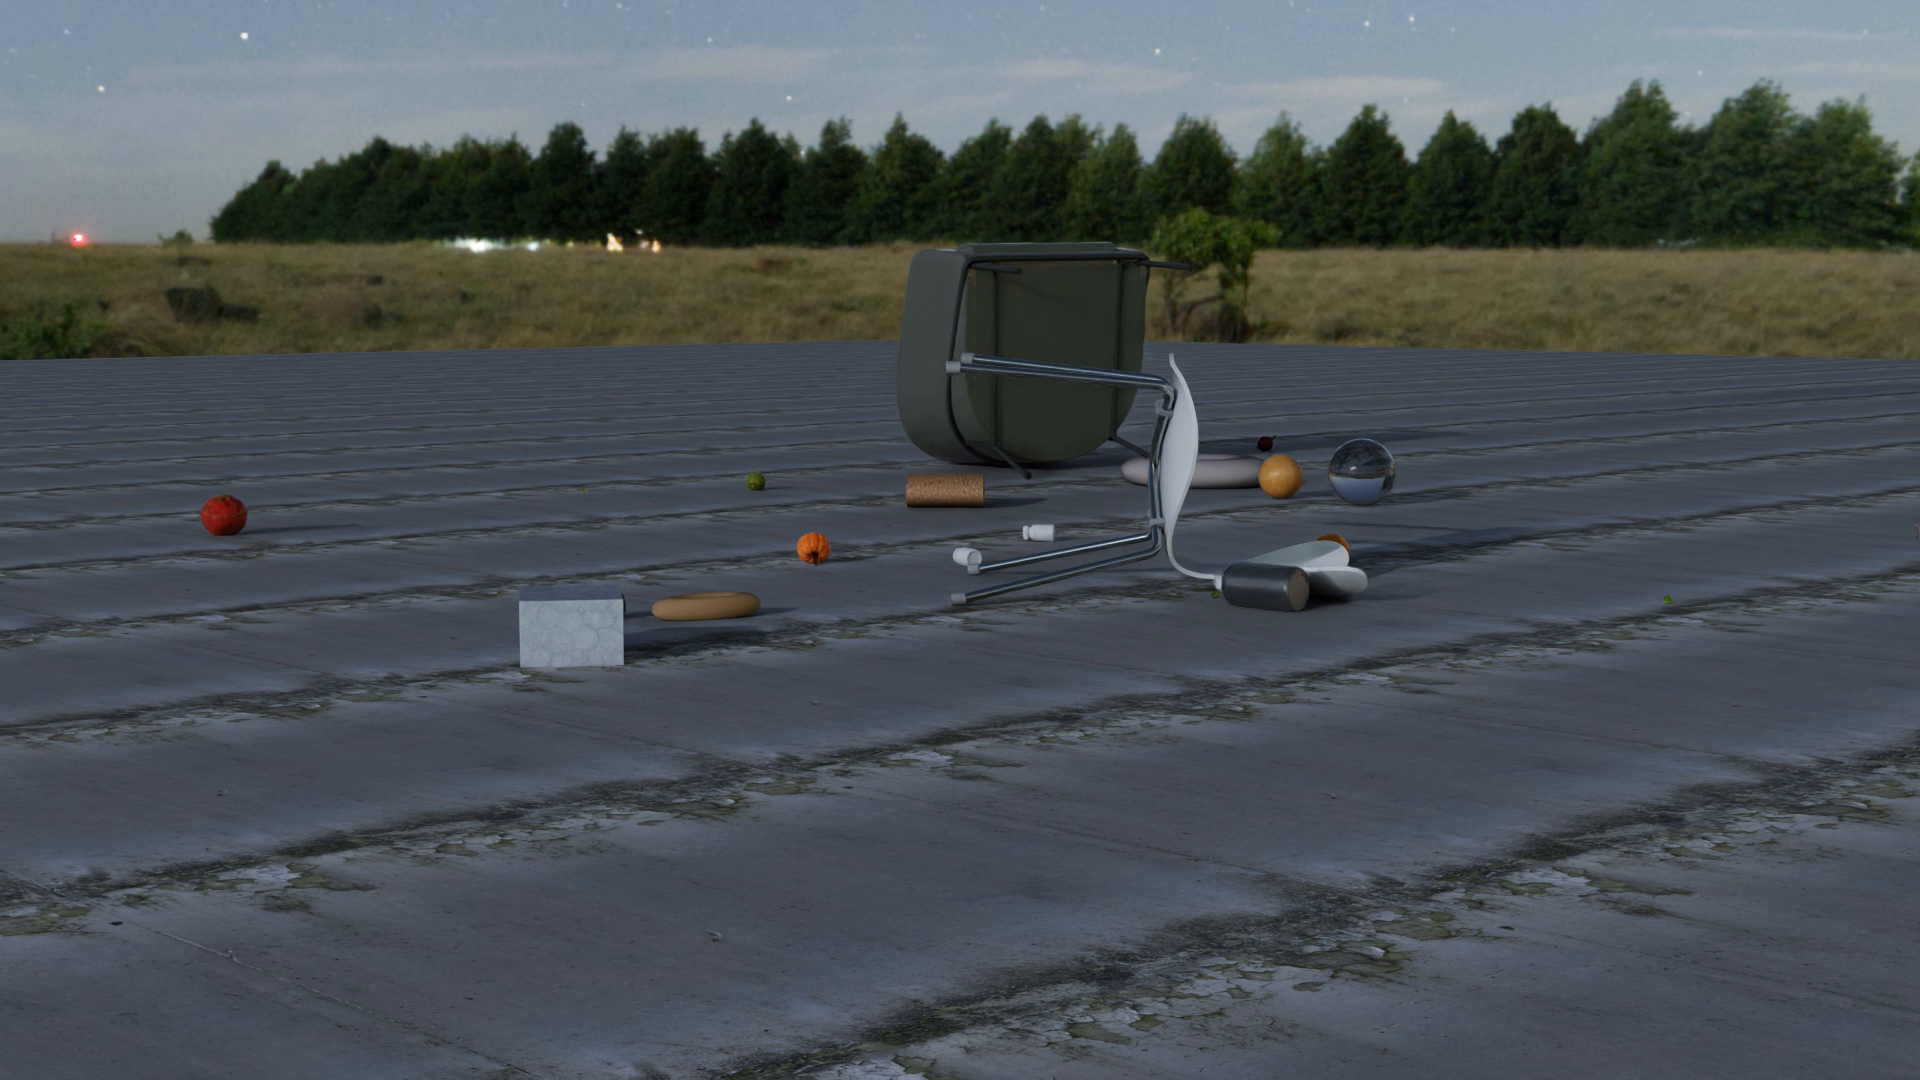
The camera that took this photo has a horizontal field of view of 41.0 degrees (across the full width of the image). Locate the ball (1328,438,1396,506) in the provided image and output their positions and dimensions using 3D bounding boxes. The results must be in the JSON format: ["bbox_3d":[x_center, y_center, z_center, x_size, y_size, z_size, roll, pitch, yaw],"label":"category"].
[{"bbox_3d":[1.153,-0.195,7.365,0.193,0.193,0.193,0,6,0],"label":"ball"}]

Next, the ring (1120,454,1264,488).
[{"bbox_3d":[0.744,-0.217,8.081,0.490,0.092,0.354,2,7,23],"label":"ring"}]

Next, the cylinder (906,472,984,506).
[{"bbox_3d":[-0.040,-0.143,7.345,0.217,0.094,0.235,0,7,1],"label":"cylinder"}]

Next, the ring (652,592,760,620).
[{"bbox_3d":[-0.489,0.128,4.952,0.221,0.045,0.089,-4,8,-25],"label":"ring"}]

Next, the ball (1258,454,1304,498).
[{"bbox_3d":[0.949,-0.188,7.587,0.133,0.133,0.133,0,6,0],"label":"ball"}]

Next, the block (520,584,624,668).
[{"bbox_3d":[-0.674,0.147,4.438,0.173,0.112,0.213,-1,6,-10],"label":"block"}]
